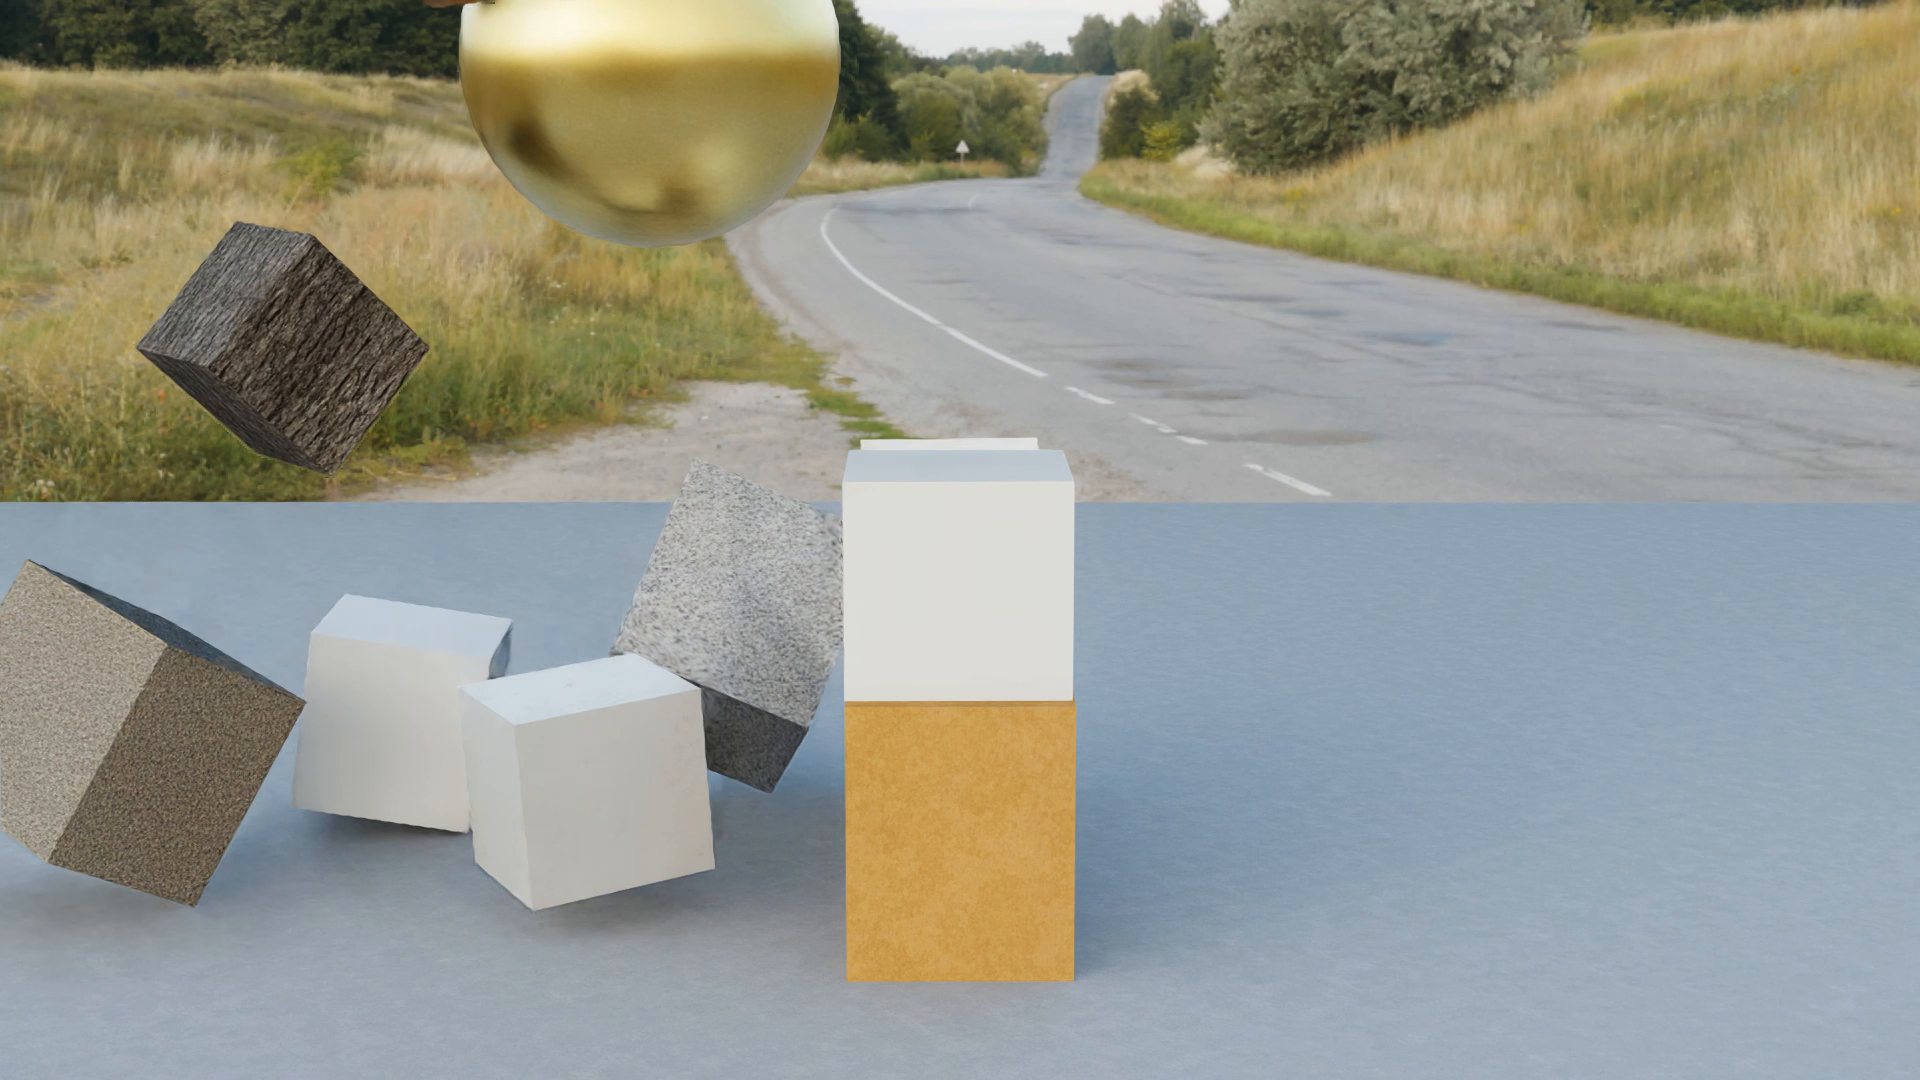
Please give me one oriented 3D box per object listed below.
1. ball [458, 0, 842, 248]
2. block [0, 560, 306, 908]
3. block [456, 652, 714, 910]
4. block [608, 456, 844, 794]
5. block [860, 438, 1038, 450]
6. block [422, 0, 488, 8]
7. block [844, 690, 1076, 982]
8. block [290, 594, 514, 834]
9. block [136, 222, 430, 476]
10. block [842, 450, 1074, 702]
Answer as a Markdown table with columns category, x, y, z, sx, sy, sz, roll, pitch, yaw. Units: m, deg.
| category | x | y | z | sx | sy | sz | roll | pitch | yaw |
| --- | --- | --- | --- | --- | --- | --- | --- | --- | --- |
| ball | -1.300 | -2.037 | 10.810 | 1.600 | 1.600 | 1.600 | 0 | 10 | 0 |
| block | -3.618 | 0.824 | 10.932 | 1.019 | 0.986 | 0.839 | 24 | -7 | 34 |
| block | -1.575 | 0.997 | 10.791 | 0.803 | 0.785 | 0.726 | -10 | 14 | -28 |
| block | -1.097 | 0.430 | 12.415 | 0.977 | 1.060 | 0.995 | 23 | -27 | -5 |
| block | -0.047 | 0.122 | 11.402 | 0.779 | 0.859 | 0.771 | -1 | -32 | -3 |
| block | -2.010 | -2.624 | 10.060 | 0.663 | 0.754 | 0.723 | 3 | -17 | 39 |
| block | 0.000 | 1.092 | 10.469 | 0.889 | 1.106 | 1.048 | 0 | 10 | 0 |
| block | -2.645 | 0.814 | 12.228 | 0.822 | 0.845 | 0.783 | 9 | 11 | -4 |
| block | -2.787 | -0.794 | 10.572 | 0.667 | 0.679 | 0.713 | 14 | -25 | 47 |
| block | -0.011 | 0.126 | 10.285 | 0.886 | 0.860 | 0.840 | 0 | 10 | -1 |
